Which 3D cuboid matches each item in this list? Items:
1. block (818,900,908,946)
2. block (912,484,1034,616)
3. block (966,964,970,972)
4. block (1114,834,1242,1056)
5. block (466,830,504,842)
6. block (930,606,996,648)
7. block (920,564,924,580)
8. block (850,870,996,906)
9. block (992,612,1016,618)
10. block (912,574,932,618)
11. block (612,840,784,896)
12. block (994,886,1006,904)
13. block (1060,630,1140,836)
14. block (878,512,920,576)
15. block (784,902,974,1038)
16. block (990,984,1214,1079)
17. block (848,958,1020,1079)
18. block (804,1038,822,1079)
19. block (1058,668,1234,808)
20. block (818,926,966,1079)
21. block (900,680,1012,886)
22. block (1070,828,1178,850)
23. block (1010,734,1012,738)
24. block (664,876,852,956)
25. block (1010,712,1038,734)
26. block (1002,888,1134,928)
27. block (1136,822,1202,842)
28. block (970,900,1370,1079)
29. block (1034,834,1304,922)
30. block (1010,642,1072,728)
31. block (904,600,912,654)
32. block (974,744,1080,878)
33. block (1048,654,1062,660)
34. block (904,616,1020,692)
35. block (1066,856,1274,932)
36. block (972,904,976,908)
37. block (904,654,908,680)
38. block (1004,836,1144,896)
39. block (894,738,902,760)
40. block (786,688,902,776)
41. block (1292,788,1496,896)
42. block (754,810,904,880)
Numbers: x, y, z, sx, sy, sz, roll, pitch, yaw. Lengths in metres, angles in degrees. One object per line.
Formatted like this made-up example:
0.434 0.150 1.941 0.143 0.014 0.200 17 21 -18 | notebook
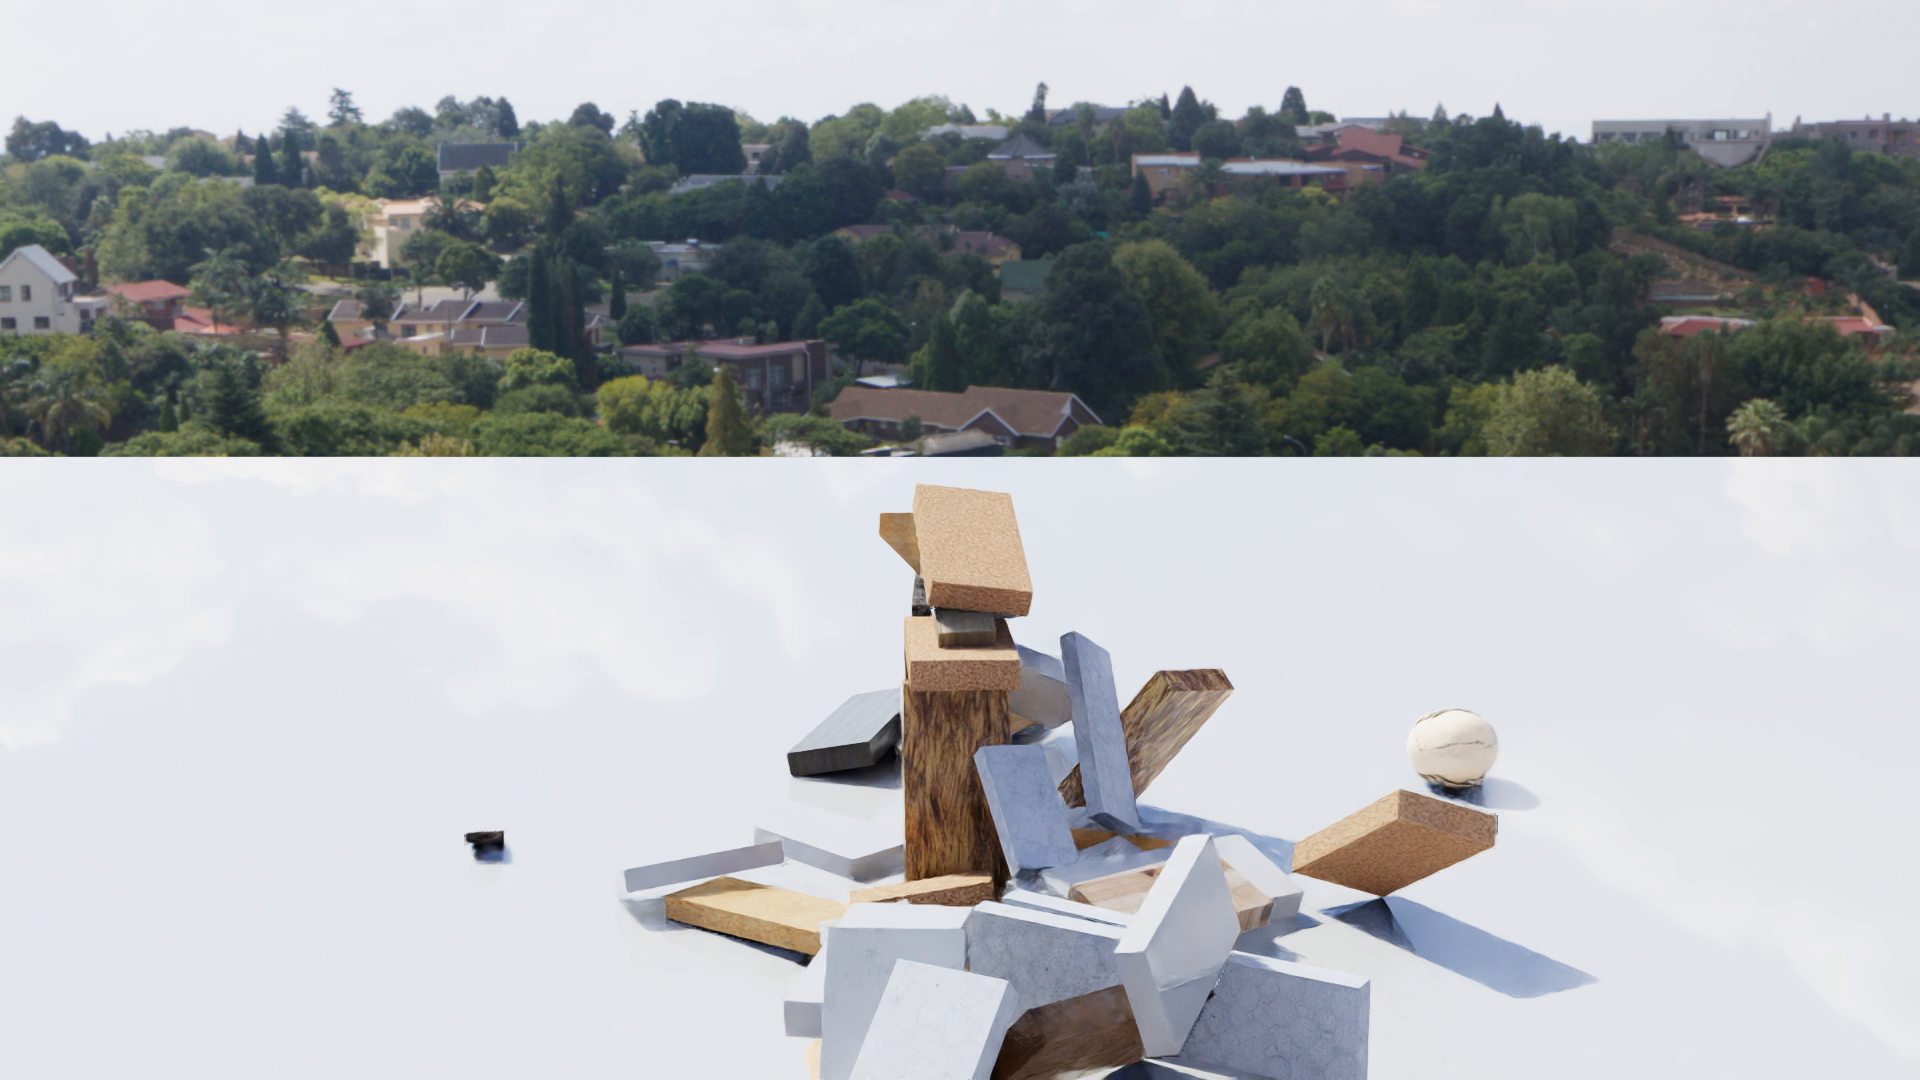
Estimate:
-0.092 0.606 3.021 0.132 0.037 0.265 -13 33 -16 | block
0.018 0.013 3.819 0.172 0.049 0.344 6 29 -10 | block
-0.003 0.657 3.268 0.052 0.015 0.103 1 11 8 | block
0.286 0.520 2.853 0.042 0.149 0.298 -10 17 27 | block
-0.840 0.525 3.888 0.058 0.016 0.115 -1 -6 -8 | block
0.001 0.116 3.723 0.096 0.027 0.193 -3 30 -6 | block
-0.008 0.036 3.922 0.096 0.027 0.193 1 12 7 | block
-0.062 0.573 3.537 0.228 0.032 0.114 -9 2 -4 | block
0.026 0.093 4.021 0.144 0.041 0.289 0 10 0 | block
-0.015 0.110 4.161 0.144 0.041 0.333 0 10 0 | block
-0.432 0.542 3.625 0.262 0.037 0.131 -8 -9 -18 | block
0.039 0.599 3.557 0.082 0.023 0.164 0 11 -2 | block
0.241 0.333 3.808 0.032 0.352 0.114 -26 -37 27 | block
-0.042 0.010 4.124 0.144 0.041 0.289 -1 -16 14 | block
-0.100 0.562 2.885 0.169 0.048 0.338 0 12 13 | block
0.165 0.644 2.854 0.338 0.169 0.048 -2 52 -47 | block
-0.064 0.662 2.528 0.149 0.042 0.359 6 55 27 | block
-0.122 0.678 2.795 0.037 0.132 0.265 41 4 -19 | block
0.339 0.364 4.029 0.169 0.338 0.048 2 47 -41 | block
-0.082 0.635 2.636 0.169 0.338 0.048 0 -30 2 | block
-0.006 0.410 3.657 0.177 0.355 0.050 -1 3 -6 | block
0.295 0.540 3.895 0.225 0.016 0.058 4 11 23 | block
0.055 0.398 4.618 0.108 0.030 0.576 2 11 9 | block
-0.291 0.594 3.475 0.380 0.037 0.131 4 10 42 | block
0.100 0.356 4.634 0.108 0.030 0.215 31 14 17 | block
0.199 0.607 3.151 0.302 0.151 0.043 8 13 31 | block
0.376 0.527 3.963 0.115 0.016 0.058 0 11 2 | block
0.279 0.629 3.048 0.588 0.151 0.043 6 12 30 | block
0.334 0.562 3.497 0.419 0.048 0.169 -4 29 -35 | block
0.117 0.285 4.488 0.344 0.049 0.172 22 -38 -31 | block
-0.020 0.166 4.090 0.158 0.045 0.316 0 10 1 | block
0.109 0.437 3.559 0.114 0.032 0.228 2 52 -28 | block
0.181 0.291 4.963 0.114 0.032 0.228 -7 4 27 | block
-0.001 0.189 3.724 0.177 0.050 0.355 0 9 -3 | block
0.324 0.561 3.383 0.298 0.042 0.149 -6 31 -38 | block
0.047 0.603 3.453 0.051 0.015 0.103 -5 22 -14 | block
-0.007 0.372 3.868 0.177 0.355 0.050 0 7 2 | block
0.221 0.568 3.558 0.151 0.043 0.301 28 25 33 | block
-0.068 0.407 4.381 0.108 0.030 0.215 -23 5 -8 | block
-0.200 0.387 4.532 0.172 0.049 0.472 -10 8 15 | block
0.685 0.485 3.497 0.169 0.048 0.338 17 -27 -14 | block
-0.228 0.535 3.866 0.262 0.037 0.131 10 15 44 | block
